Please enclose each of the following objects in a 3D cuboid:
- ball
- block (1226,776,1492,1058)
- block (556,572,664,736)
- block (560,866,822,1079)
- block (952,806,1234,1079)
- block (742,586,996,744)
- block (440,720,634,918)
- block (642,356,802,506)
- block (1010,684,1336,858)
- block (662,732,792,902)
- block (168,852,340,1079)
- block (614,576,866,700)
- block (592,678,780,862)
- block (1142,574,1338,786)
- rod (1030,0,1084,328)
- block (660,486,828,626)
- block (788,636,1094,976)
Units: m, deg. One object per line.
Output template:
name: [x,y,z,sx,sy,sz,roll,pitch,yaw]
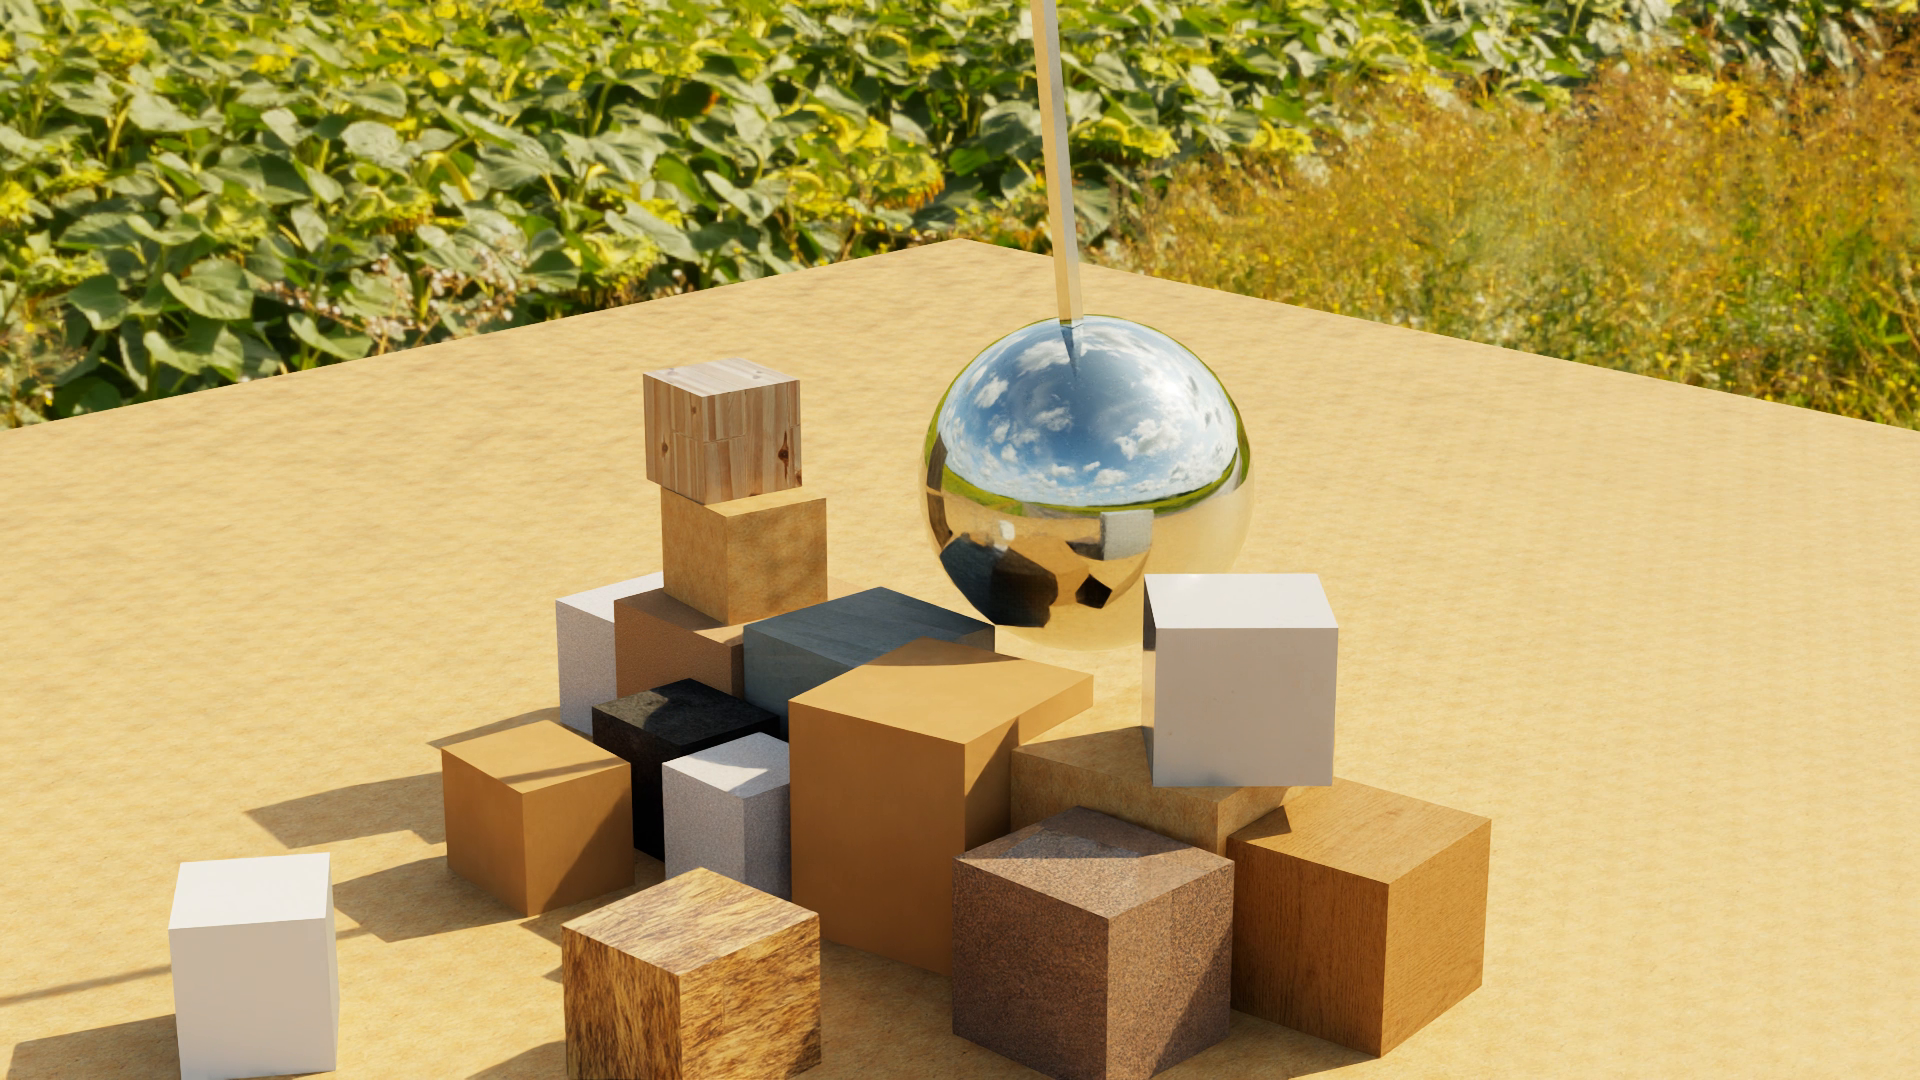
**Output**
ball: [0.597,-0.269,13.883,1.600,1.600,1.600,0,17,0]
block: [1.645,1.545,12.163,0.760,0.760,0.834,13,22,36]
block: [-1.594,0.629,15.216,0.719,0.676,0.676,-16,23,-41]
block: [-1.054,1.792,11.556,0.679,0.652,0.744,15,23,40]
block: [0.531,1.645,11.815,0.833,0.777,0.758,16,24,42]
block: [-0.430,0.864,13.990,0.870,0.963,0.814,-16,23,-41]
block: [-1.922,1.257,13.353,0.564,0.594,0.708,-14,22,-37]
block: [-1.169,-0.542,14.428,0.554,0.543,0.567,-12,21,-34]
block: [0.917,1.298,12.658,1.012,0.933,0.996,12,21,33]
block: [-0.924,1.305,13.111,0.566,0.648,0.566,-16,23,-41]
block: [-2.827,1.711,11.795,0.595,0.663,0.644,-3,18,-10]
block: [-1.016,0.710,14.639,1.037,0.868,0.934,-15,23,-40]
block: [-1.287,1.097,13.815,0.576,0.623,0.689,-15,23,-40]
block: [1.155,0.577,12.249,0.736,0.688,0.702,0,17,-1]
rod: [0.259,-3.378,12.551,0.080,5.200,0.080,17,32,42]
block: [-1.064,0.027,14.445,0.564,0.552,0.636,-12,21,-33]
block: [-0.075,1.151,12.892,0.914,1.073,1.010,11,21,32]
